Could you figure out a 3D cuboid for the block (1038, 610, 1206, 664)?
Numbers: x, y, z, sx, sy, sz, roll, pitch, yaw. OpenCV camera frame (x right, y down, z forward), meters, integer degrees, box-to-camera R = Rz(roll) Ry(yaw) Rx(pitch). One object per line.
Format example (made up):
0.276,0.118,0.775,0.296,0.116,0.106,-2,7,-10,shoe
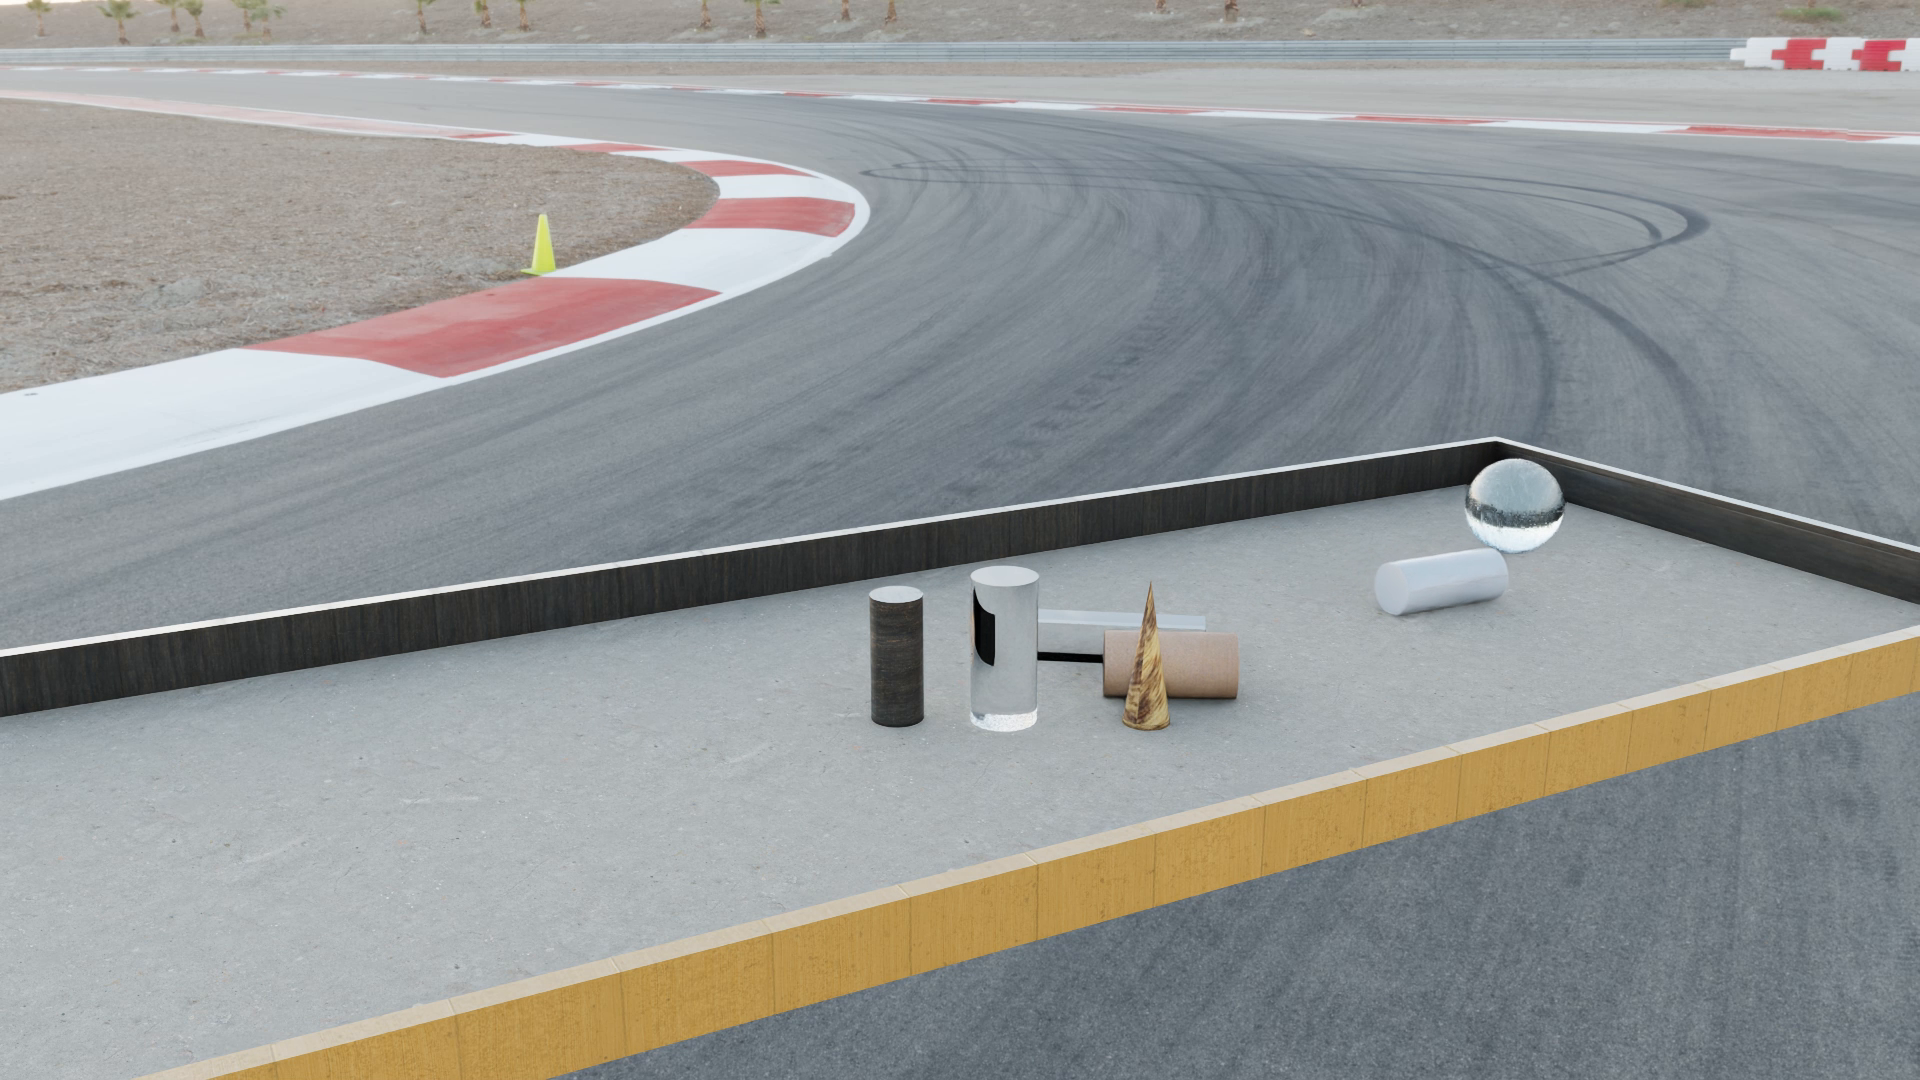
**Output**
0.410,0.255,4.299,0.450,0.105,0.105,2,17,7,block

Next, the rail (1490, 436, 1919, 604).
2.466,-0.048,5.253,0.050,0.150,2.100,-9,18,-27,rail

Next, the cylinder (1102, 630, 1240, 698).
0.513,0.303,4.036,0.320,0.161,0.161,1,16,3,cylinder

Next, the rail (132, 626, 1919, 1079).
-2.336,1.006,1.665,12.000,0.150,0.050,-9,18,-27,rail

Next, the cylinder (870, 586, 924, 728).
-0.148,0.274,3.877,0.125,0.308,0.125,0,16,0,cylinder

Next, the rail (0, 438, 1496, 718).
-3.305,0.497,3.399,12.000,0.150,0.050,-9,18,-27,rail

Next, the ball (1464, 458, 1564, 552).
1.746,-0.108,5.195,0.298,0.298,0.298,0,16,0,ball

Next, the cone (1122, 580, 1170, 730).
0.440,0.259,3.847,0.114,0.353,0.114,0,16,0,cone

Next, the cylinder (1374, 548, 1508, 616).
1.371,0.116,4.695,0.353,0.150,0.150,-7,18,-23,cylinder

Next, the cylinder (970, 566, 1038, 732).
0.103,0.253,3.864,0.158,0.355,0.158,0,16,0,cylinder
